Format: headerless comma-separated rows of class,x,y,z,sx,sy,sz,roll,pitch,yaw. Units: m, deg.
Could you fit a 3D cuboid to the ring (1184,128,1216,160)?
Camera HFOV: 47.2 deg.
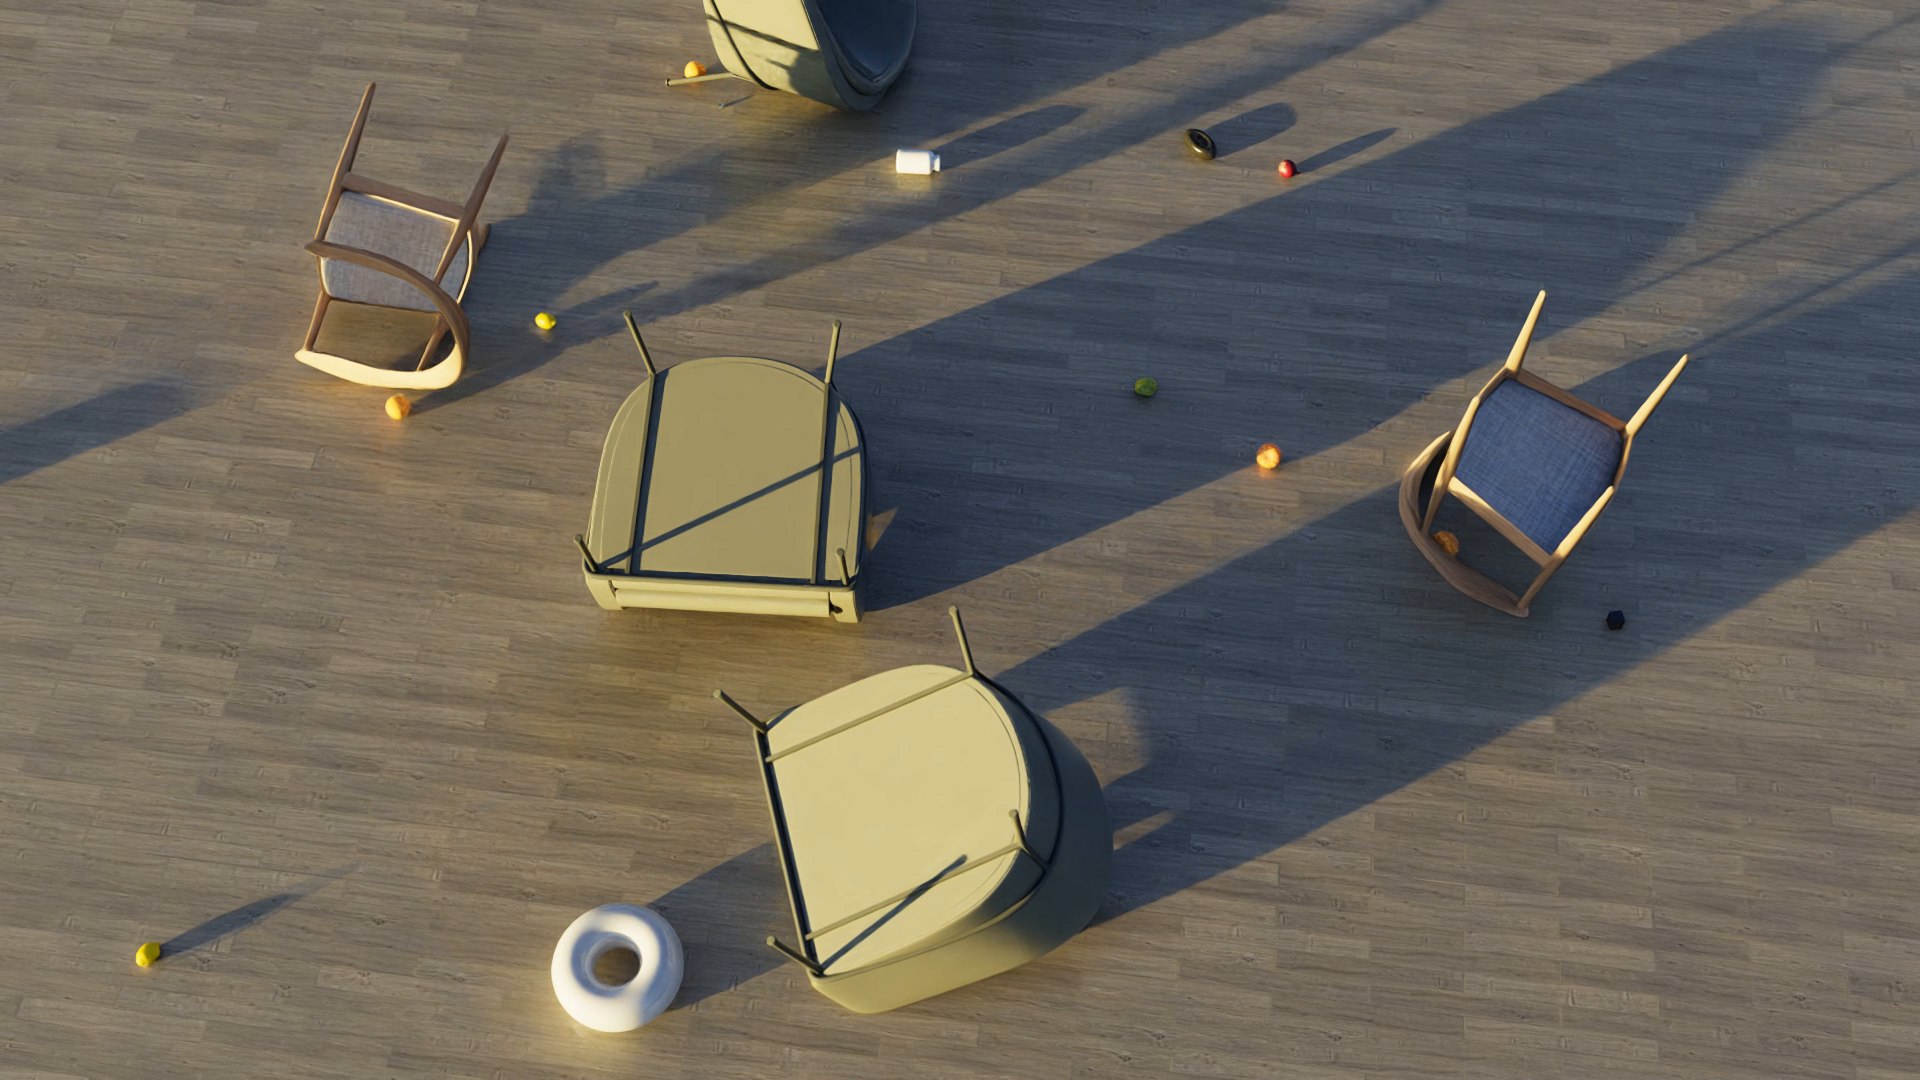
ring,0.814,-1.340,7.446,0.083,0.046,0.145,-30,62,-20

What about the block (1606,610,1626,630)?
block,1.905,0.234,6.390,0.035,0.044,0.037,-7,56,-4

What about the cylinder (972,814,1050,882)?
cylinder,0.136,0.829,5.918,0.148,0.180,0.128,-30,94,-18

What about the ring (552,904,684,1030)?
ring,-0.894,1.115,5.746,0.345,0.135,0.348,-3,57,-1
